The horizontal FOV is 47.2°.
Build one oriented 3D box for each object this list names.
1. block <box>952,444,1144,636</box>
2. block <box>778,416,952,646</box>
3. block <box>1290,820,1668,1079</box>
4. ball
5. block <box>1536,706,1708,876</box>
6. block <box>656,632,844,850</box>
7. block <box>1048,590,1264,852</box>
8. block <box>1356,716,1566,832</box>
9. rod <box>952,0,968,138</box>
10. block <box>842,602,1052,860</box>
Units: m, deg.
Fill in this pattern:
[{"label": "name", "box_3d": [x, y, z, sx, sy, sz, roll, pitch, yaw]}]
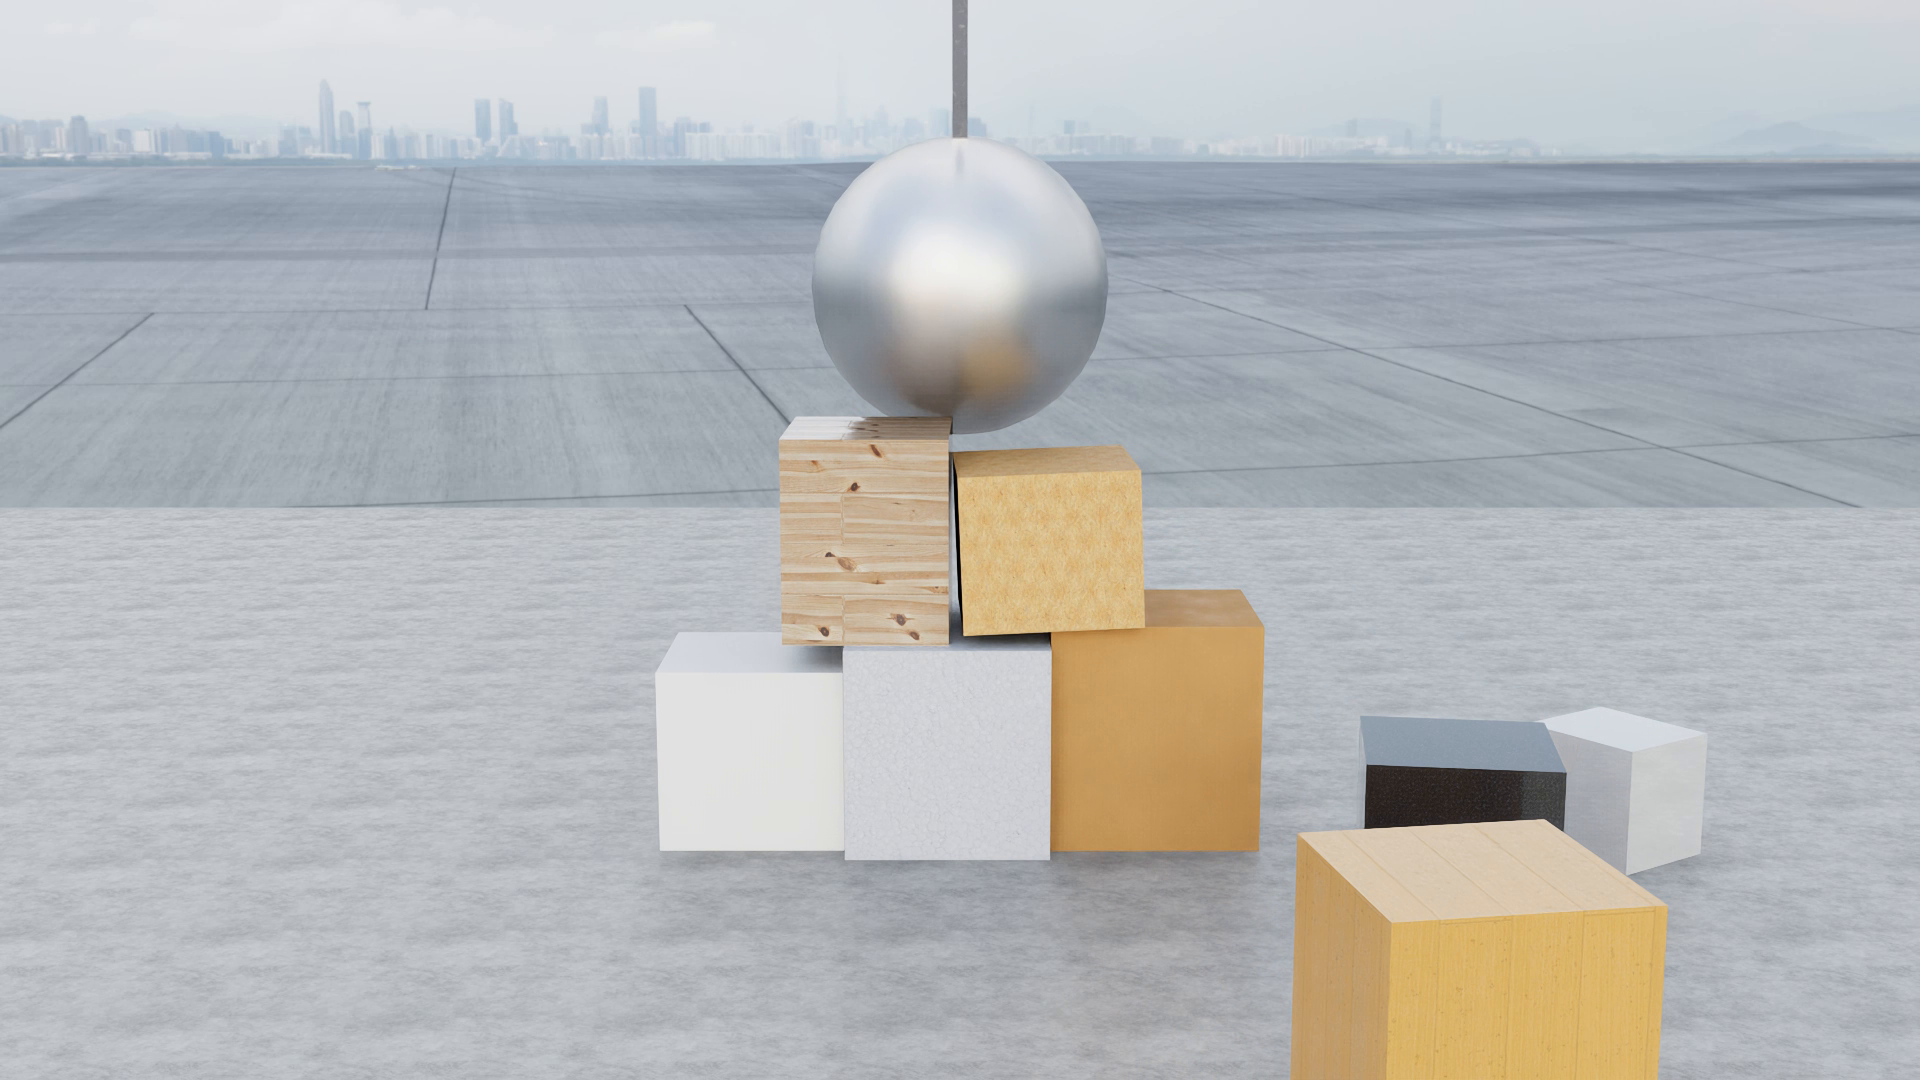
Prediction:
[{"label": "block", "box_3d": [0.430, -0.016, 11.071, 0.884, 0.776, 0.904, -3, 10, -1]}, {"label": "block", "box_3d": [-0.457, -0.063, 11.145, 0.819, 1.019, 0.899, 0, 10, 1]}, {"label": "block", "box_3d": [1.788, 1.636, 7.746, 0.961, 1.009, 0.954, -2, 10, -10]}, {"label": "ball", "box_3d": [0.000, -1.365, 11.832, 1.600, 1.600, 1.600, 0, 10, 0]}, {"label": "block", "box_3d": [3.269, 1.242, 11.004, 0.576, 0.618, 0.648, -7, 13, -35]}, {"label": "block", "box_3d": [-1.041, 1.024, 11.379, 0.924, 0.914, 0.912, 0, 10, 0]}, {"label": "block", "box_3d": [0.971, 0.910, 11.355, 1.048, 1.147, 0.921, 0, 10, 0]}, {"label": "block", "box_3d": [2.221, 1.326, 9.875, 0.838, 0.859, 0.827, 1, 10, 8]}, {"label": "rod", "box_3d": [0.000, -4.584, 10.737, 0.080, 5.200, 0.080, 0, 19, 0]}, {"label": "block", "box_3d": [-0.062, 0.956, 11.346, 1.014, 1.059, 1.166, 0, 10, 0]}]
